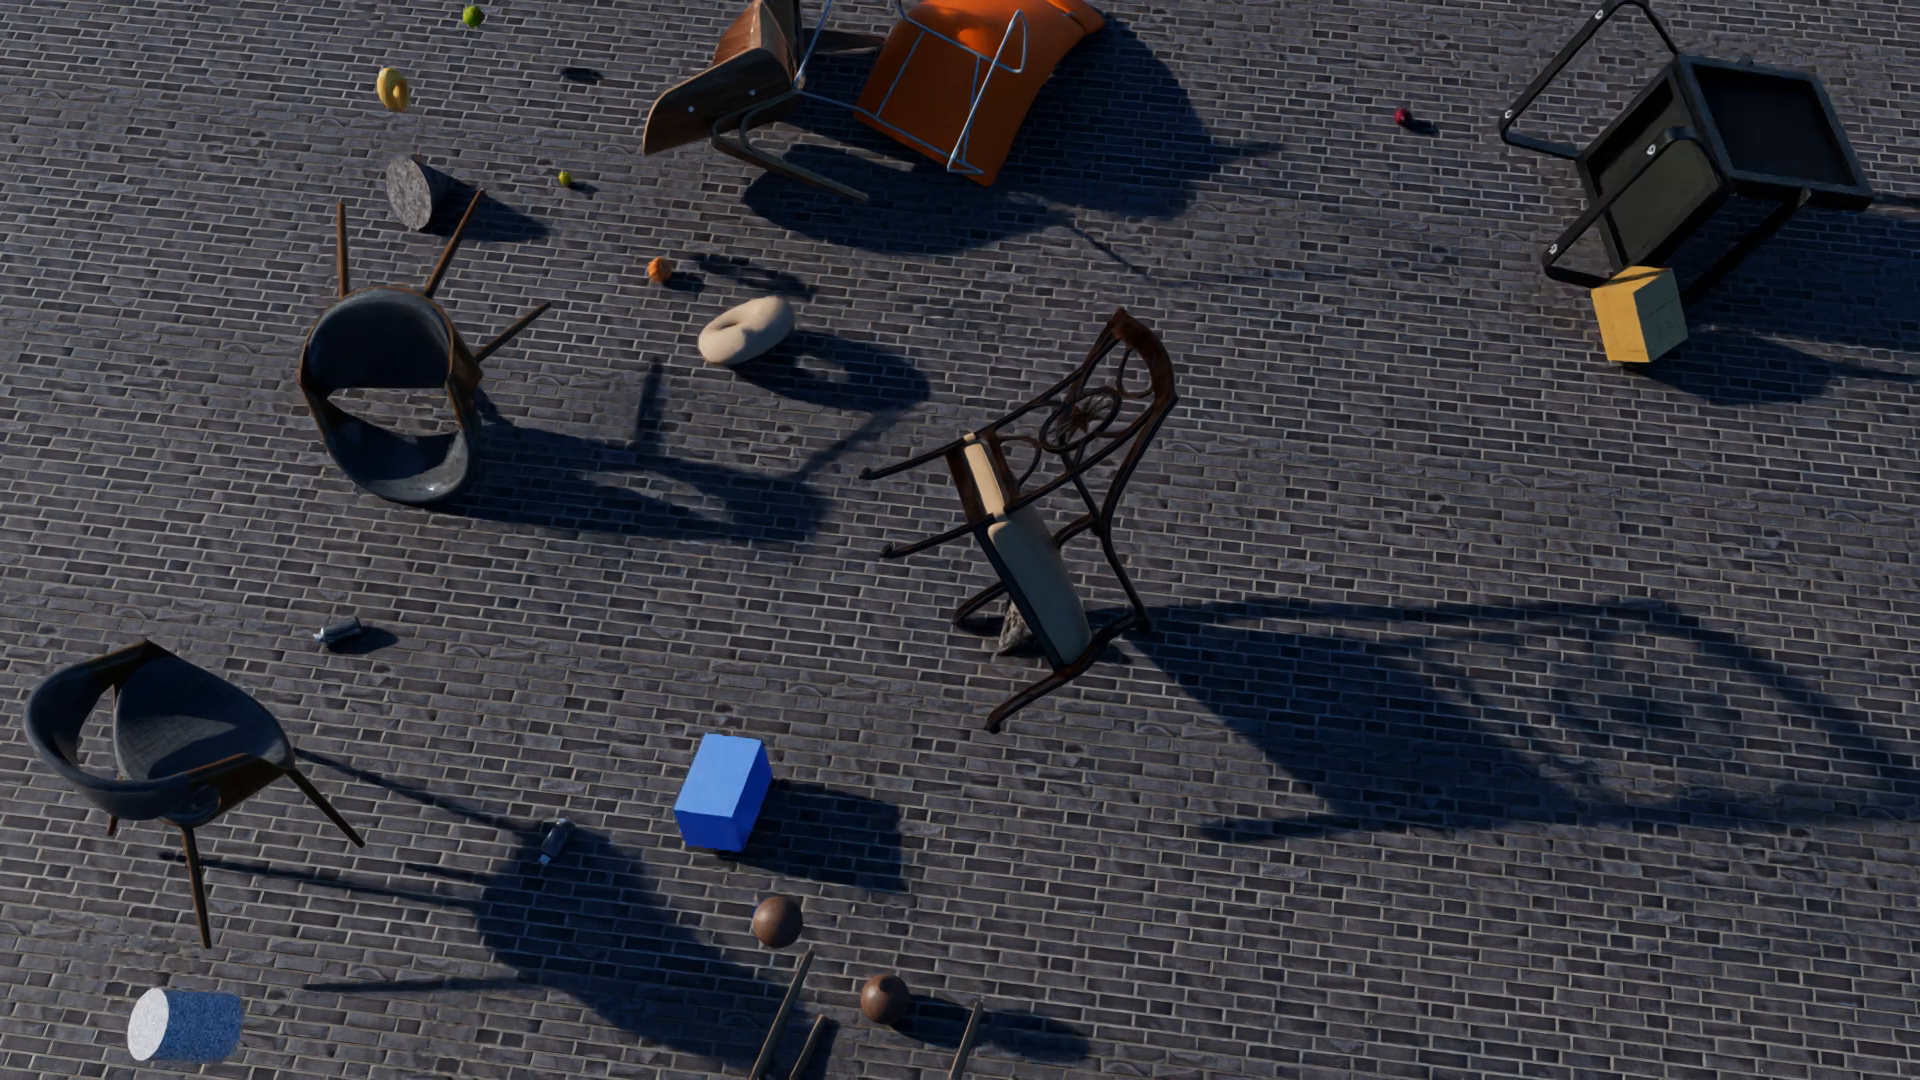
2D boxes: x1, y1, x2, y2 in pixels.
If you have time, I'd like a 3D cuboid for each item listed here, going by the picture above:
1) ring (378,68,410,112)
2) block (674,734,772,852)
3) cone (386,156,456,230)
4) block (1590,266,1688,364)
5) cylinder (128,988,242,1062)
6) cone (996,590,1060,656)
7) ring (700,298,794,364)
[{"bbox_3d":[-1.771,-1.407,6.872,0.057,0.213,0.095,32,73,8],"label":"ring"},{"bbox_3d":[-0.642,0.687,5.981,0.166,0.158,0.265,6,47,15],"label":"block"},{"bbox_3d":[-1.748,-1.175,7.300,0.200,0.245,0.221,0,18,35],"label":"cone"},{"bbox_3d":[2.121,-0.704,6.860,0.193,0.236,0.165,-30,22,-26],"label":"block"},{"bbox_3d":[-1.845,1.158,5.243,0.127,0.225,0.169,14,85,32],"label":"cylinder"},{"bbox_3d":[0.162,0.271,6.353,0.171,0.133,0.215,-49,51,-3],"label":"cone"},{"bbox_3d":[-0.666,-0.655,6.876,0.333,0.114,0.288,-14,26,29],"label":"ring"}]
